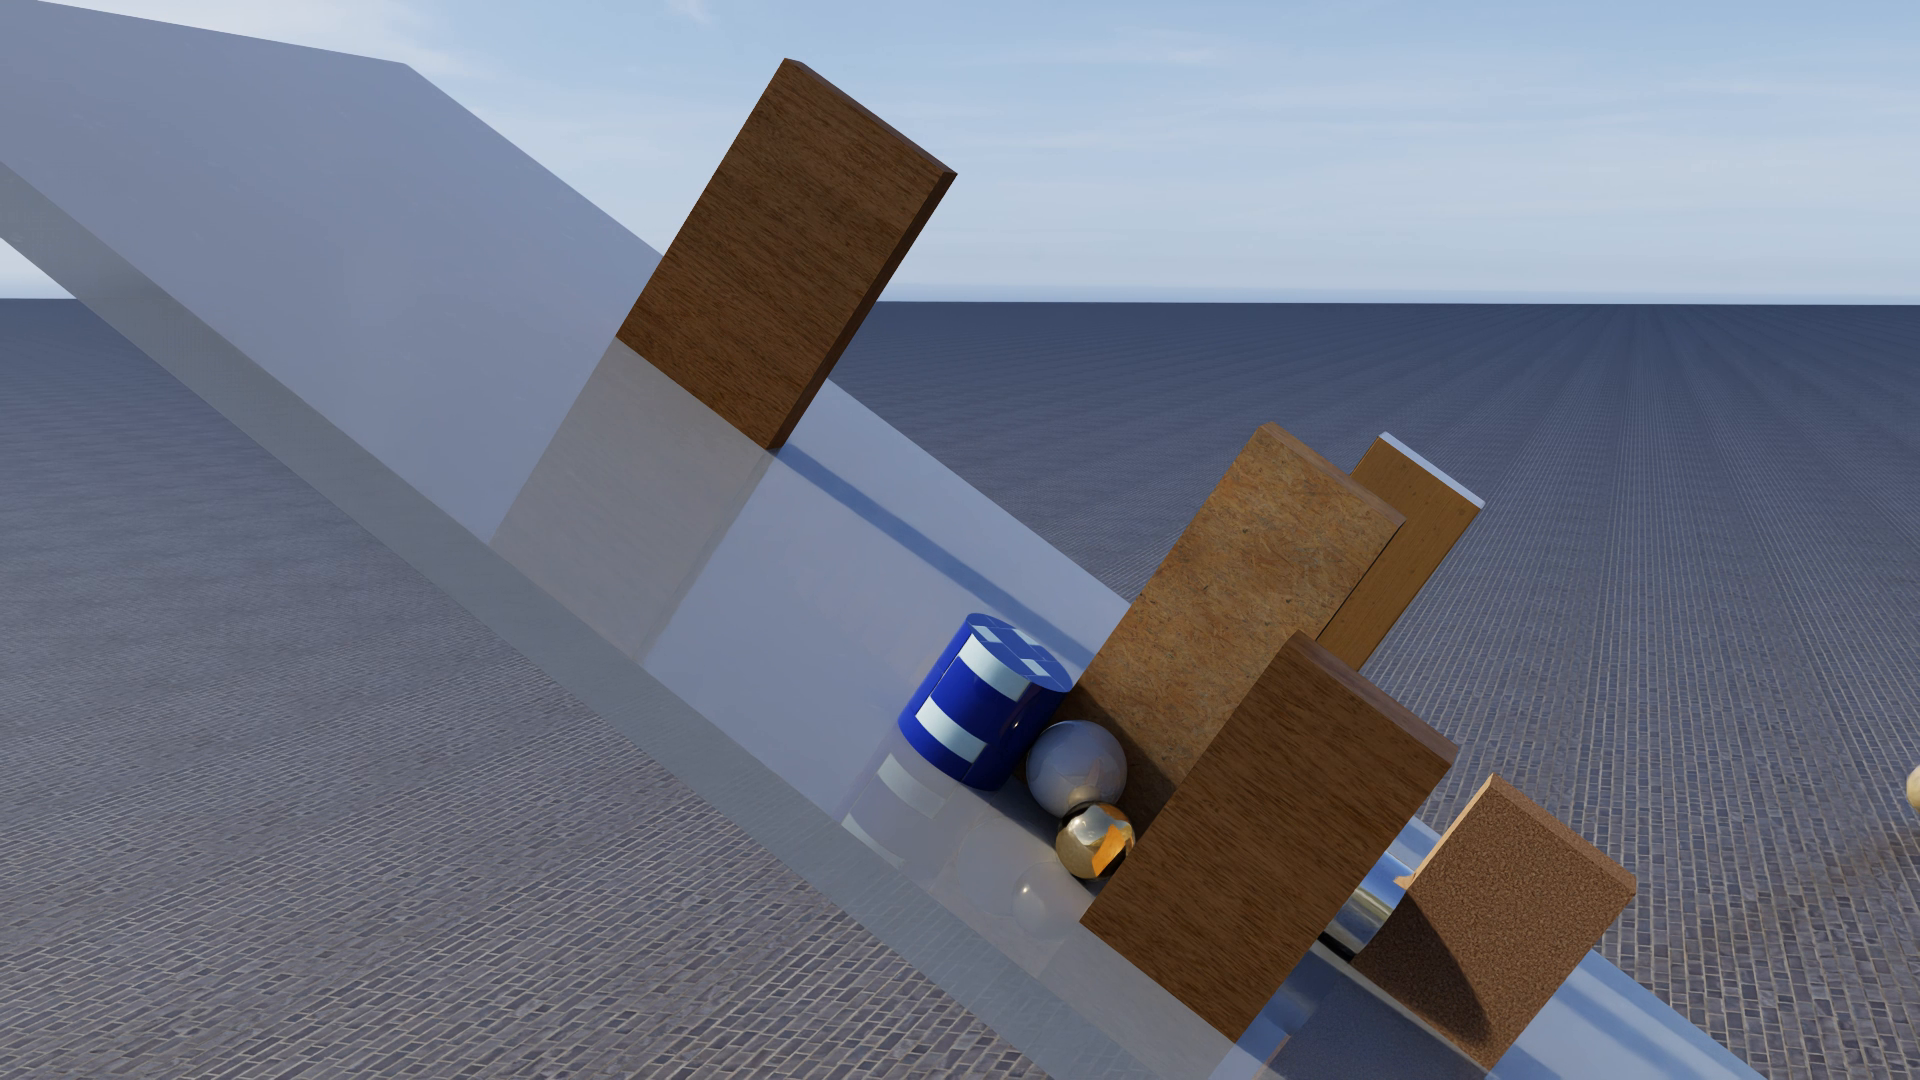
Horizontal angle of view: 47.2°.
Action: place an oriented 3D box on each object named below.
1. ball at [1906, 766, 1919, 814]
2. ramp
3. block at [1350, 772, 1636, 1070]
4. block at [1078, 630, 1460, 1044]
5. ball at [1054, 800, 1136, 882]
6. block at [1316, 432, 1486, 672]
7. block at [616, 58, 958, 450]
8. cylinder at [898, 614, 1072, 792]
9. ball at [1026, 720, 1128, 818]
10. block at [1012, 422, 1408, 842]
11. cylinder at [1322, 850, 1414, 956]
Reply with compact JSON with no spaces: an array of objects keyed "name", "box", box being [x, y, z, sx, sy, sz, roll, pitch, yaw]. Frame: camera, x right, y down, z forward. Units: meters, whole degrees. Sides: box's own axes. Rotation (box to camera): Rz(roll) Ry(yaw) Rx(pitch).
[{"name":"ball","box":[3.322,0.851,7.468,0.204,0.204,0.204,0,7,0]},{"name":"ramp","box":[-0.100,0.175,4.086,4.000,0.100,2.000,37,16,10]},{"name":"block","box":[0.912,0.653,3.771,0.294,0.401,0.106,37,16,10]},{"name":"block","box":[0.452,0.435,3.240,0.288,0.530,0.127,37,16,10]},{"name":"ball","box":[0.210,0.467,3.413,0.126,0.126,0.126,0,7,0]},{"name":"block","box":[0.792,0.122,4.618,0.254,0.671,0.137,37,16,10]},{"name":"block","box":[-0.350,-0.563,4.366,0.394,0.658,0.093,37,16,10]},{"name":"cylinder","box":[0.040,0.260,3.539,0.204,0.204,0.204,32,16,-10]},{"name":"ball","box":[0.186,0.368,3.515,0.163,0.163,0.163,0,7,0]},{"name":"block","box":[0.402,0.176,3.583,0.267,0.708,0.137,37,16,10]},{"name":"cylinder","box":[0.661,0.596,3.838,0.186,0.186,0.186,36,14,7]}]
